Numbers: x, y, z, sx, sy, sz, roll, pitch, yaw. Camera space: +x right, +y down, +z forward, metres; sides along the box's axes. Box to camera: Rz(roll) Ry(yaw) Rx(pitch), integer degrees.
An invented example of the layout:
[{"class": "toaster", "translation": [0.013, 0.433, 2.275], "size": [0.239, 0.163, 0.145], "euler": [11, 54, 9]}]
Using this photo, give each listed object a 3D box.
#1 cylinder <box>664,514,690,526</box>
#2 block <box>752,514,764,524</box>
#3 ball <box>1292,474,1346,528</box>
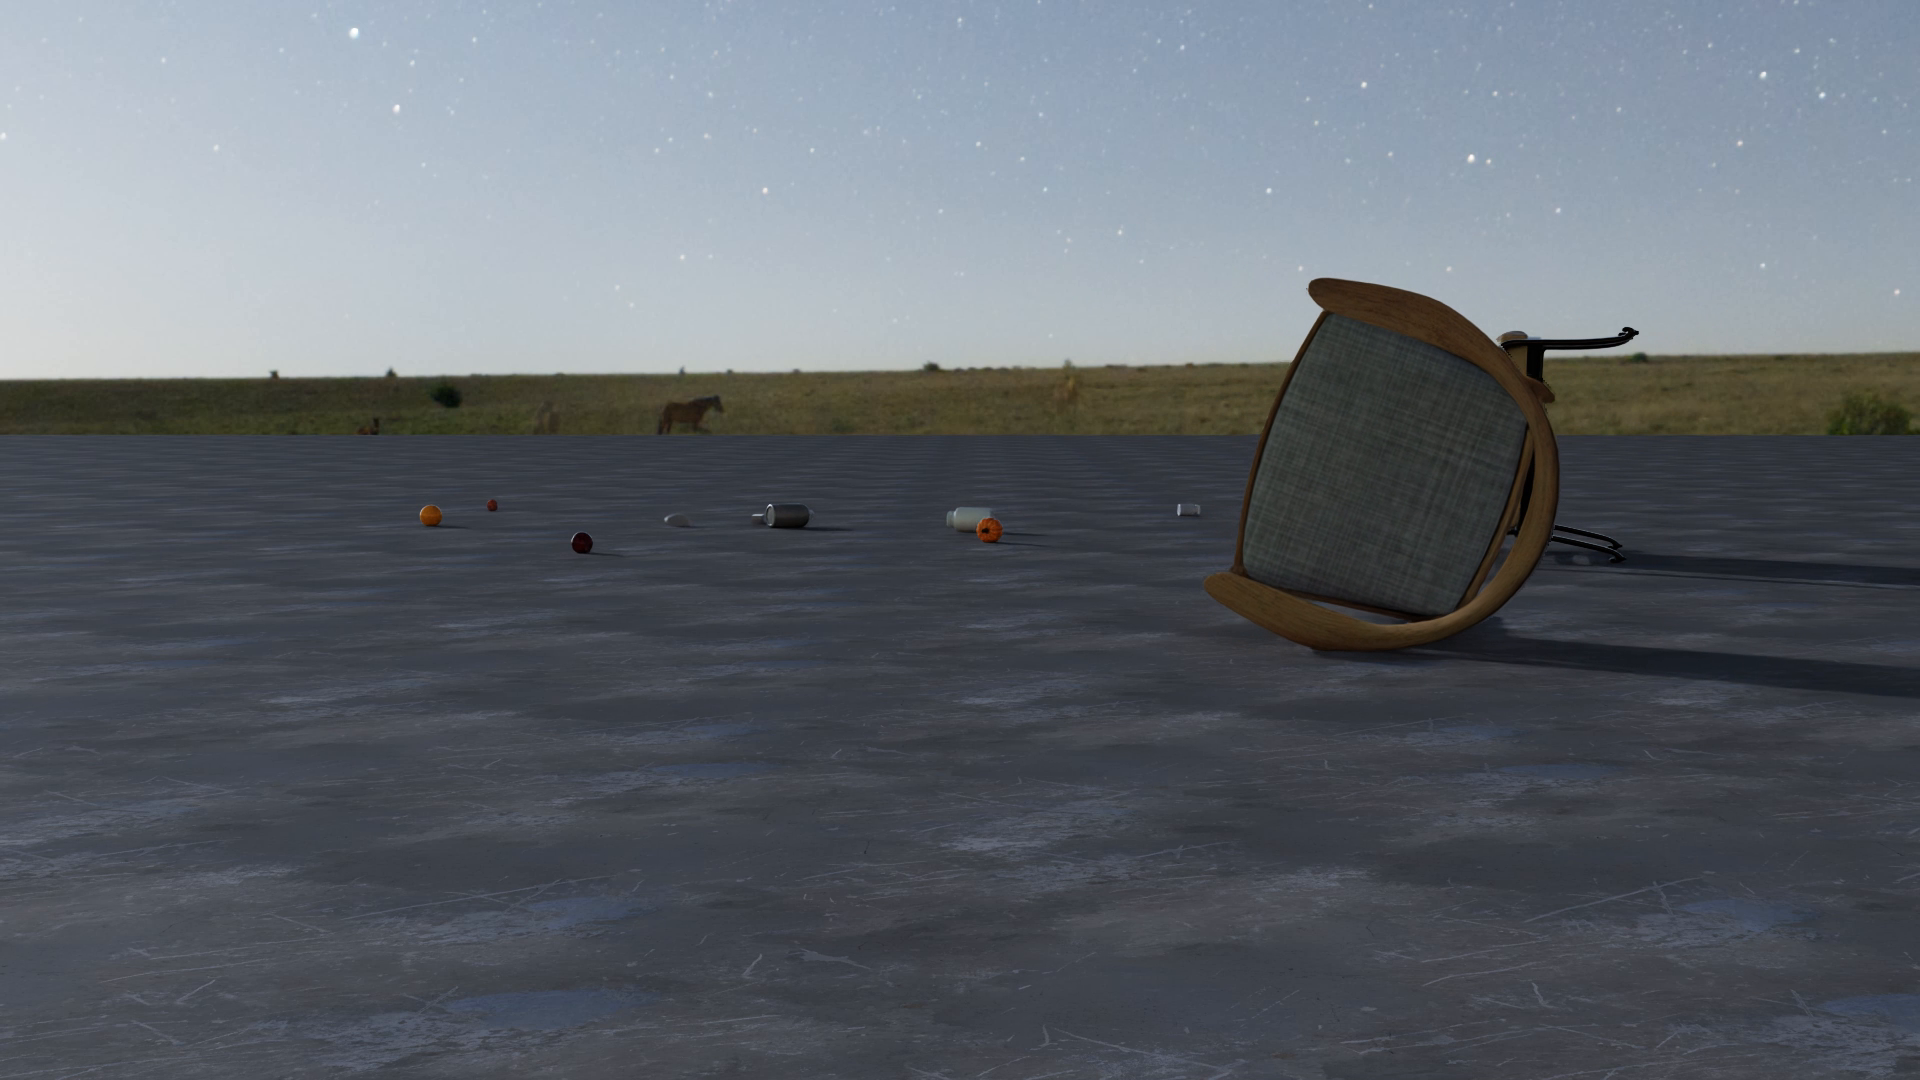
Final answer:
[{"class": "cylinder", "translation": [-0.927, -0.065, 7.210], "size": [0.076, 0.039, 0.071], "euler": [-5, 5, -14]}, {"class": "block", "translation": [-0.676, -0.069, 7.350], "size": [0.033, 0.028, 0.078], "euler": [0, 4, 3]}, {"class": "ball", "translation": [1.171, -0.128, 7.156], "size": [0.172, 0.172, 0.172], "euler": [0, 4, 0]}]
